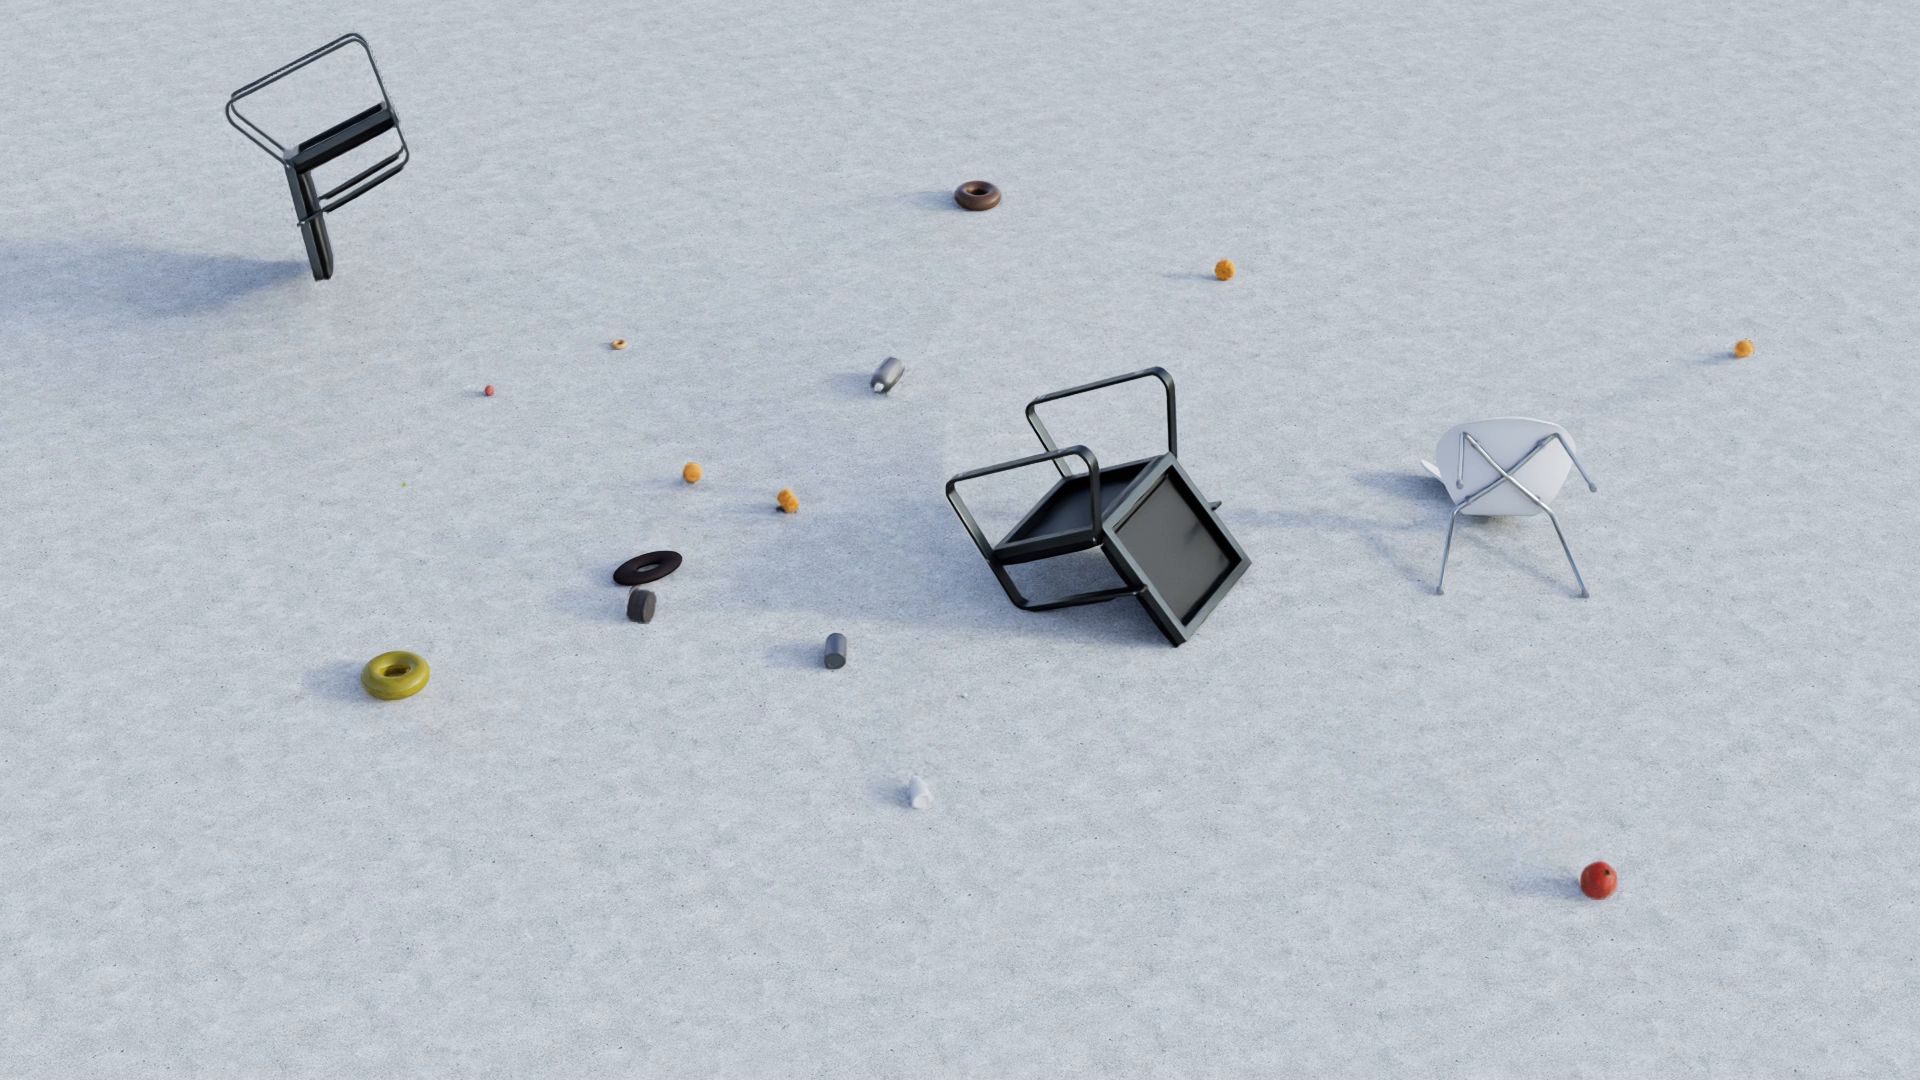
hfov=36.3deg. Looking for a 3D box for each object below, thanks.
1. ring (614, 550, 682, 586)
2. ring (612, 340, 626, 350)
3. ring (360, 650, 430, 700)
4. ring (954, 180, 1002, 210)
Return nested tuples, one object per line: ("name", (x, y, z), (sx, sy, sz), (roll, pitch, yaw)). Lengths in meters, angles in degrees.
("ring", (-1.145, 0.102, 10.754), (0.285, 0.040, 0.152), (-22, 40, -31))
("ring", (-1.414, -0.811, 12.157), (0.061, 0.021, 0.068), (29, 42, 35))
("ring", (-1.957, 0.468, 10.163), (0.240, 0.080, 0.242), (7, 33, 12))
("ring", (0.080, -1.556, 13.243), (0.215, 0.071, 0.214), (9, 36, 11))
